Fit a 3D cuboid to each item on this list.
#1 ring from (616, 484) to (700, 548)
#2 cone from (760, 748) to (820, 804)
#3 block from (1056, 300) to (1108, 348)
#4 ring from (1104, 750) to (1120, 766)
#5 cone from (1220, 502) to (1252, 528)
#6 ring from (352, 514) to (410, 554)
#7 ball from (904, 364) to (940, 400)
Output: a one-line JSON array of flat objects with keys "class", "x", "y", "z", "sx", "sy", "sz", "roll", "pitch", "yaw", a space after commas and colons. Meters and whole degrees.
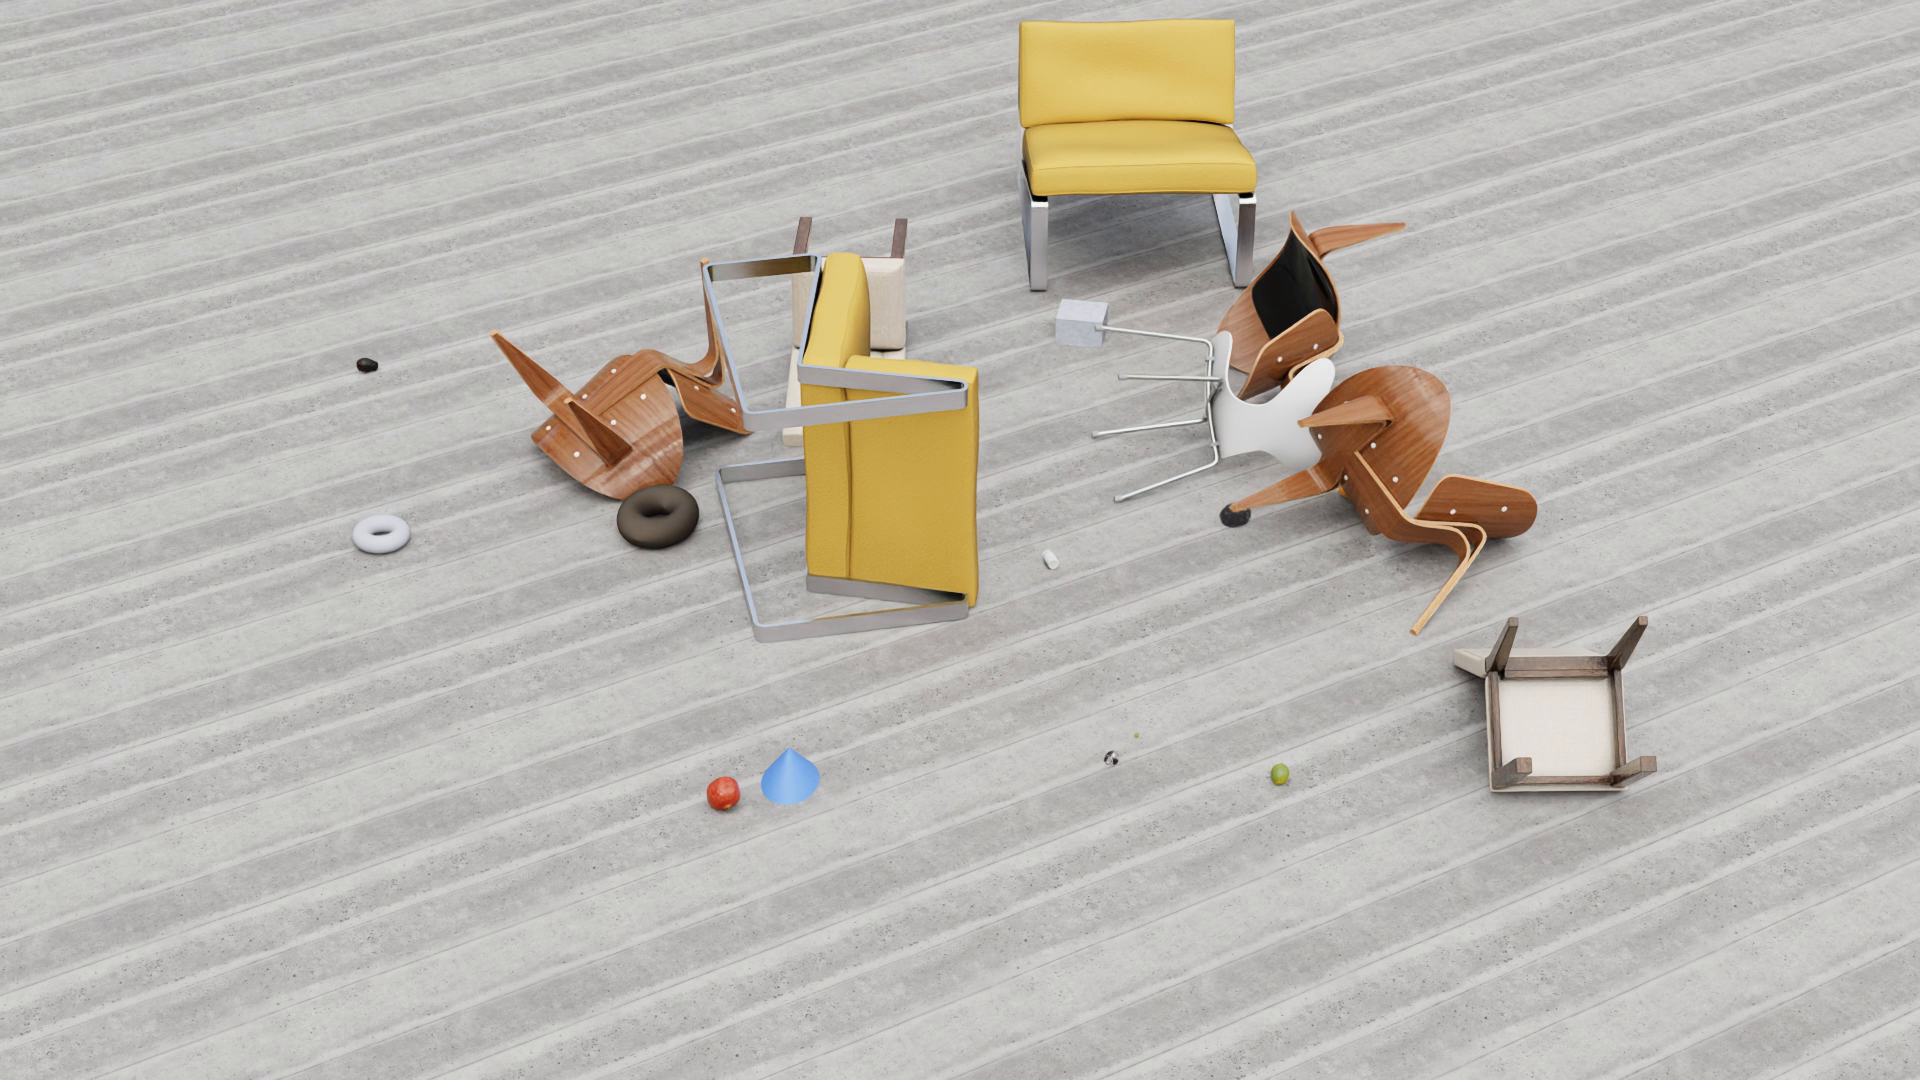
[{"class": "ring", "x": -1.131, "y": -0.089, "z": 10.978, "sx": 0.301, "sy": 0.114, "sz": 0.347, "roll": 12, "pitch": 36, "yaw": 15}, {"class": "cone", "x": -0.563, "y": 0.740, "z": 9.693, "sx": 0.193, "sy": 0.140, "sz": 0.257, "roll": 4, "pitch": 34, "yaw": 7}, {"class": "block", "x": 0.507, "y": -0.901, "z": 12.202, "sx": 0.195, "sy": 0.121, "sz": 0.170, "roll": 6, "pitch": 34, "yaw": 9}, {"class": "ring", "x": 0.507, "y": 0.730, "z": 9.790, "sx": 0.049, "sy": 0.055, "sz": 0.039, "roll": 35, "pitch": 31, "yaw": 19}, {"class": "cone", "x": 1.038, "y": -0.099, "z": 11.056, "sx": 0.120, "sy": 0.094, "sz": 0.093, "roll": -15, "pitch": 4, "yaw": 6}, {"class": "ring", "x": -2.156, "y": -0.022, "z": 10.919, "sx": 0.217, "sy": 0.066, "sz": 0.217, "roll": 29, "pitch": 42, "yaw": 35}, {"class": "ball", "x": -0.152, "y": -0.634, "z": 11.773, "sx": 0.149, "sy": 0.149, "sz": 0.149, "roll": 0, "pitch": 33, "yaw": 0}]
